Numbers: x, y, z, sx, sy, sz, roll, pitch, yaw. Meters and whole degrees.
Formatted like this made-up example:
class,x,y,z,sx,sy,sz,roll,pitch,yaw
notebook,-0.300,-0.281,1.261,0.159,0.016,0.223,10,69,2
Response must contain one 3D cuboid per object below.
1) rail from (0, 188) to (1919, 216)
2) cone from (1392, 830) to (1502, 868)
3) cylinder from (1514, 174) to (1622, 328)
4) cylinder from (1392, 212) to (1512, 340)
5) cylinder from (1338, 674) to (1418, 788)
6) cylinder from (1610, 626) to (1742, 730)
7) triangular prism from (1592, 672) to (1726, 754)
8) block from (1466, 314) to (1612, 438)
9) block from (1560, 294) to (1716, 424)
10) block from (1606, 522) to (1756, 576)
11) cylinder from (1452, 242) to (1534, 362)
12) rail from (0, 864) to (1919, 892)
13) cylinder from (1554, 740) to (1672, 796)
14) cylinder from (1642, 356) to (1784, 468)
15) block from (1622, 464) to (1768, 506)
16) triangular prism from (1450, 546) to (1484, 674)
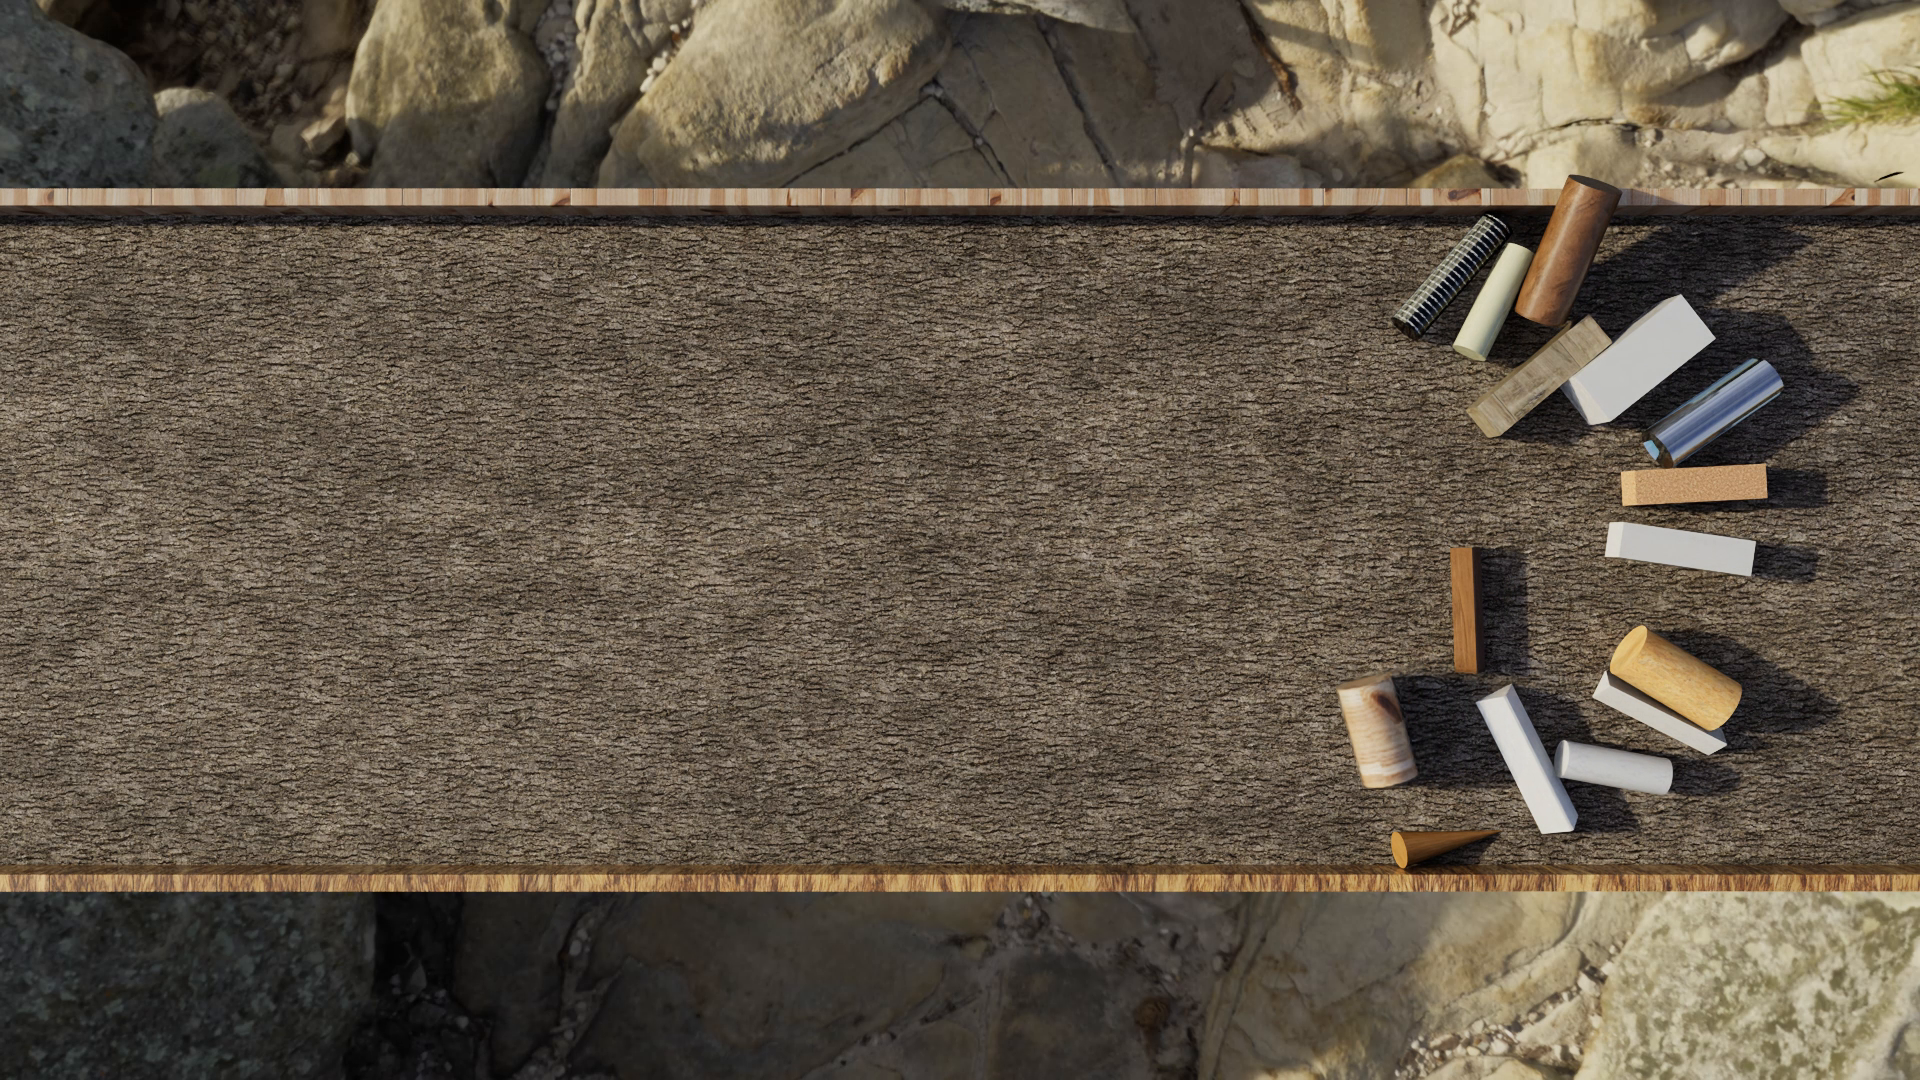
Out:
class,x,y,z,sx,sy,sz,roll,pitch,yaw
rail,-2.247,-1.025,5.002,12.000,0.150,0.050,0,90,0
cone,1.506,0.919,5.049,0.346,0.111,0.111,-8,90,-9
cylinder,1.806,-0.859,4.910,0.161,0.161,0.418,15,117,0
cylinder,1.498,-0.804,5.024,0.106,0.106,0.430,42,90,0
cylinder,1.265,0.577,4.994,0.166,0.166,0.307,-16,90,0
cylinder,2.164,0.418,4.991,0.331,0.172,0.172,31,90,0
triangular prism,2.144,0.532,5.035,0.398,0.078,0.091,27,90,0
block,1.760,-0.498,5.021,0.440,0.112,0.112,-40,90,0
block,2.041,-0.542,4.993,0.399,0.168,0.168,-38,90,0
block,2.192,0.028,5.023,0.403,0.107,0.107,8,90,0
cylinder,1.627,-0.724,5.023,0.107,0.107,0.347,26,90,0
rail,-2.247,1.025,5.001,12.000,0.150,0.050,0,90,0
cylinder,1.987,0.693,5.019,0.318,0.114,0.114,10,90,0
cylinder,2.283,-0.386,5.007,0.401,0.139,0.139,-34,90,0
block,2.235,-0.168,5.024,0.395,0.104,0.104,-3,90,0
triangular prism,1.561,0.213,5.035,0.091,0.079,0.383,-2,90,0
